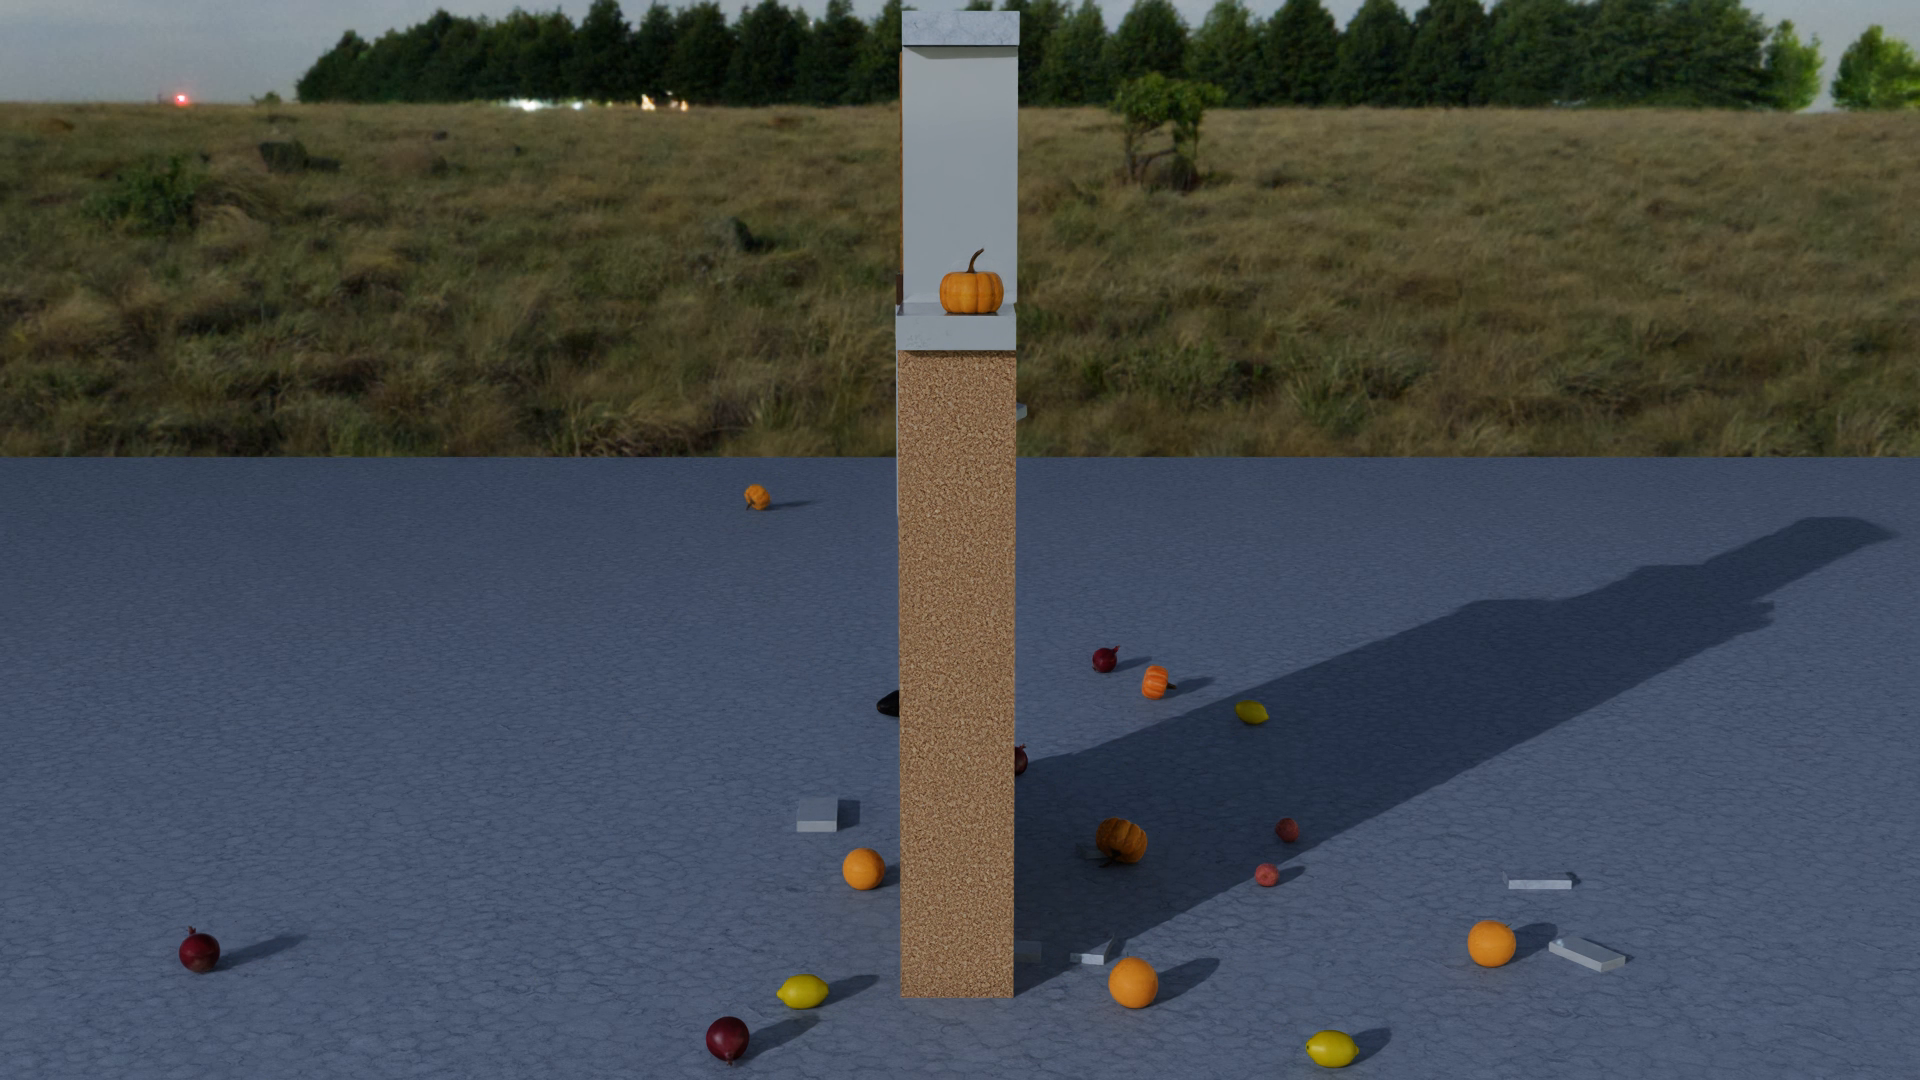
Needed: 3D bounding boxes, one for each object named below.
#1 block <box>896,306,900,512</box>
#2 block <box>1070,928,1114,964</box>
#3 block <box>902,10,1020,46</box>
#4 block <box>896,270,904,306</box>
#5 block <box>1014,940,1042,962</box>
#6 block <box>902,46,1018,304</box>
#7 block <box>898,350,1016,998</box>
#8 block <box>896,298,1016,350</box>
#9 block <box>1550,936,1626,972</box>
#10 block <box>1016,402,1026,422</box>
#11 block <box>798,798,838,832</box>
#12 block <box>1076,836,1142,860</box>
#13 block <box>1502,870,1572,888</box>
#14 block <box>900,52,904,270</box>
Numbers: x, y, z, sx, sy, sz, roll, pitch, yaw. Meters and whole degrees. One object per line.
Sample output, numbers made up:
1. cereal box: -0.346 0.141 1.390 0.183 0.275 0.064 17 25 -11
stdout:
1. block: -0.015 -0.204 3.436 0.166 0.332 0.047 0 12 2
2. block: 0.206 0.631 3.410 0.053 0.015 0.105 2 11 13
3. block: -0.002 -0.757 3.285 0.167 0.047 0.334 0 11 -1
4. block: -0.008 -0.411 3.507 0.166 0.047 0.332 0 11 2
5. block: 0.072 0.634 3.391 0.105 0.015 0.053 1 11 4
6. block: 0.001 -0.534 3.226 0.167 0.369 0.047 0 10 2
7. block: -0.004 0.198 3.164 0.165 0.955 0.047 0 11 0
8. block: -0.005 -0.314 3.177 0.165 0.047 0.330 0 11 0
9. block: 0.964 0.636 3.382 0.052 0.015 0.104 -6 12 -31
10. block: 0.044 -0.211 3.820 0.072 0.020 0.144 18 31 35
11. block: -0.262 0.507 4.060 0.072 0.020 0.144 0 11 -2
12. block: 0.262 0.543 3.880 0.104 0.015 0.052 -3 11 -17
13. block: 0.974 0.574 3.717 0.104 0.015 0.052 0 11 1
14. block: -0.009 -0.591 3.434 0.167 0.334 0.047 1 11 3
